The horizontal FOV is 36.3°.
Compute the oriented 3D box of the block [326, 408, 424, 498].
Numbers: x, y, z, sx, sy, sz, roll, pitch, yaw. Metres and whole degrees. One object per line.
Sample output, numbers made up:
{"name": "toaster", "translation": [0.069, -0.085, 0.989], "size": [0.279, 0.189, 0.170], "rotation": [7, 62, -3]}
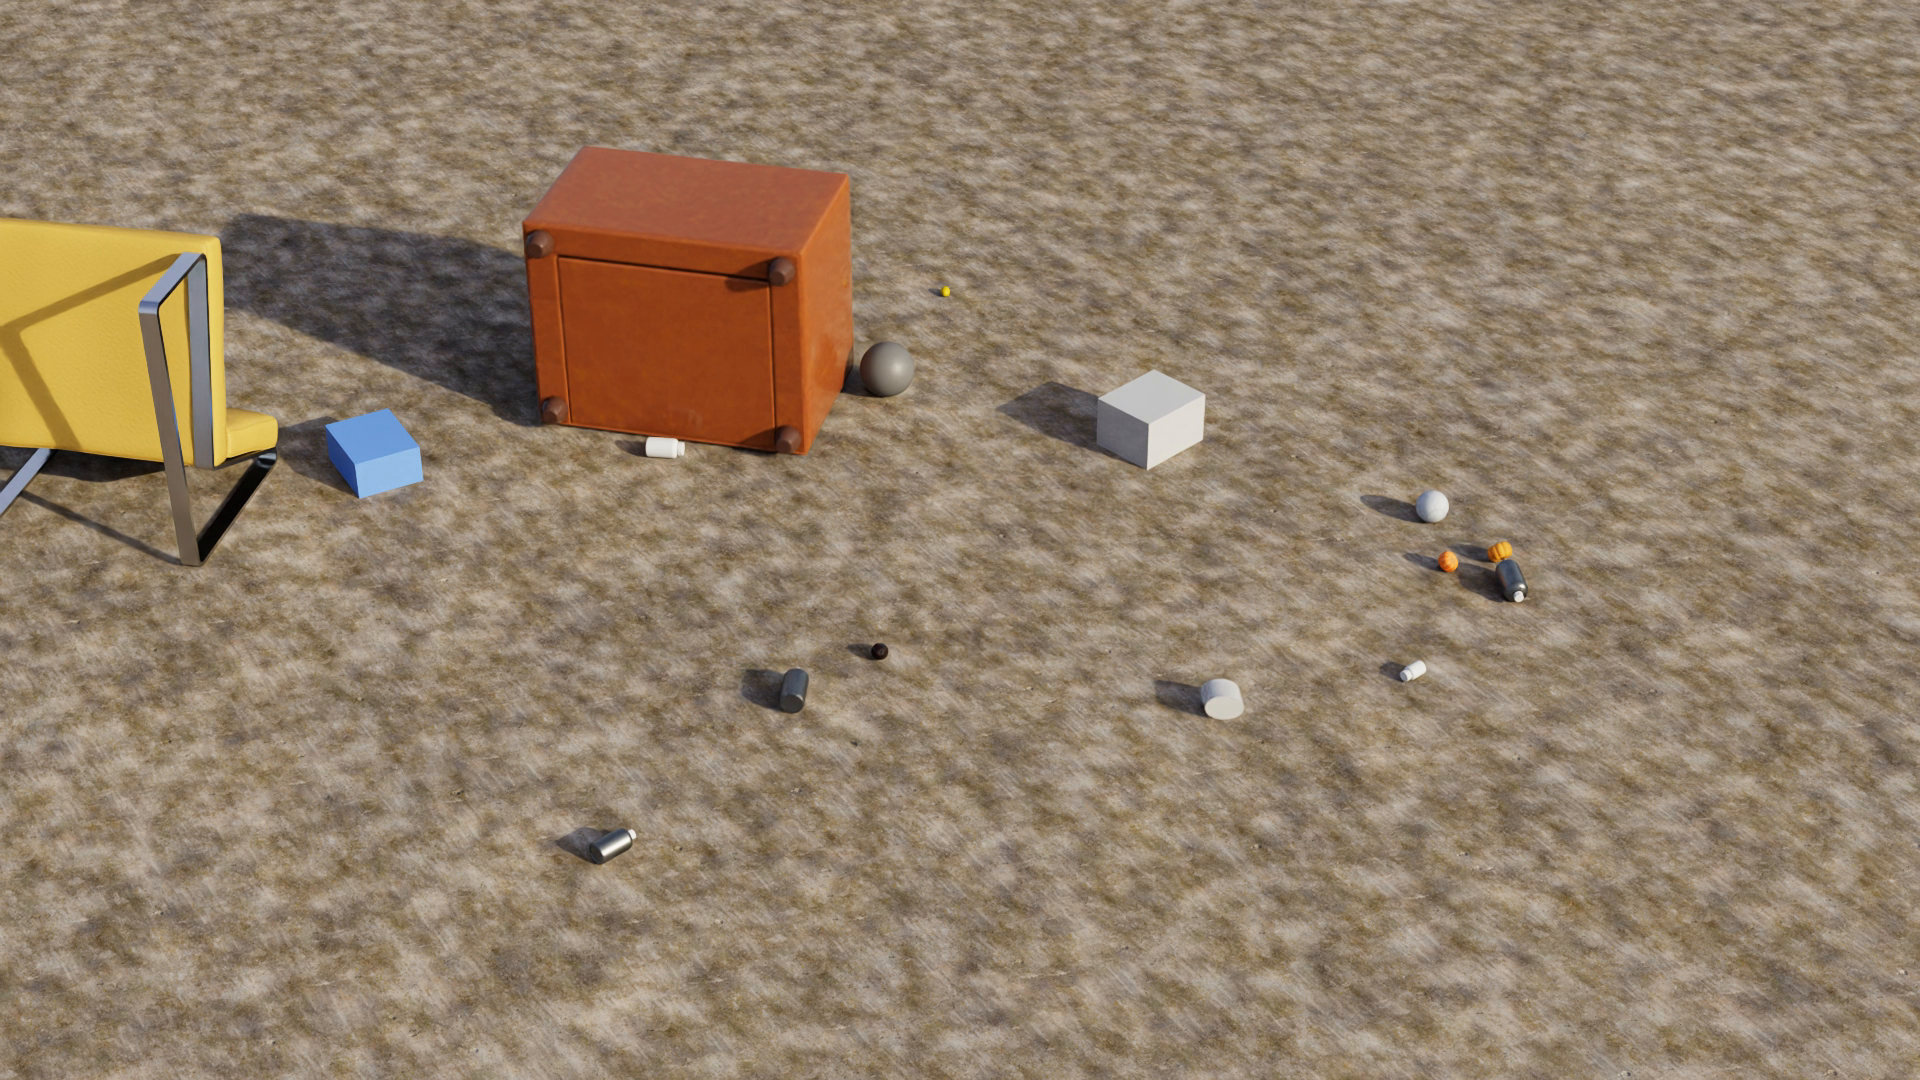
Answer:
{"name": "block", "translation": [-2.262, -0.336, 11.316], "size": [0.259, 0.153, 0.331], "rotation": [-18, 37, -25]}

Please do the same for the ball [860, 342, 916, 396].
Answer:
{"name": "ball", "translation": [-0.292, -0.687, 11.784], "size": [0.222, 0.222, 0.222], "rotation": [0, 33, 0]}

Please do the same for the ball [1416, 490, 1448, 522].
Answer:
{"name": "ball", "translation": [1.776, -0.127, 11.024], "size": [0.124, 0.124, 0.124], "rotation": [0, 33, 0]}

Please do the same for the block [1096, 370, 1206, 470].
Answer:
{"name": "block", "translation": [0.746, -0.473, 11.473], "size": [0.323, 0.207, 0.270], "rotation": [-28, 43, -36]}

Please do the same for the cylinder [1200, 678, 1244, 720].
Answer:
{"name": "cylinder", "translation": [0.896, 0.545, 10.026], "size": [0.137, 0.100, 0.099], "rotation": [6, 32, -10]}
